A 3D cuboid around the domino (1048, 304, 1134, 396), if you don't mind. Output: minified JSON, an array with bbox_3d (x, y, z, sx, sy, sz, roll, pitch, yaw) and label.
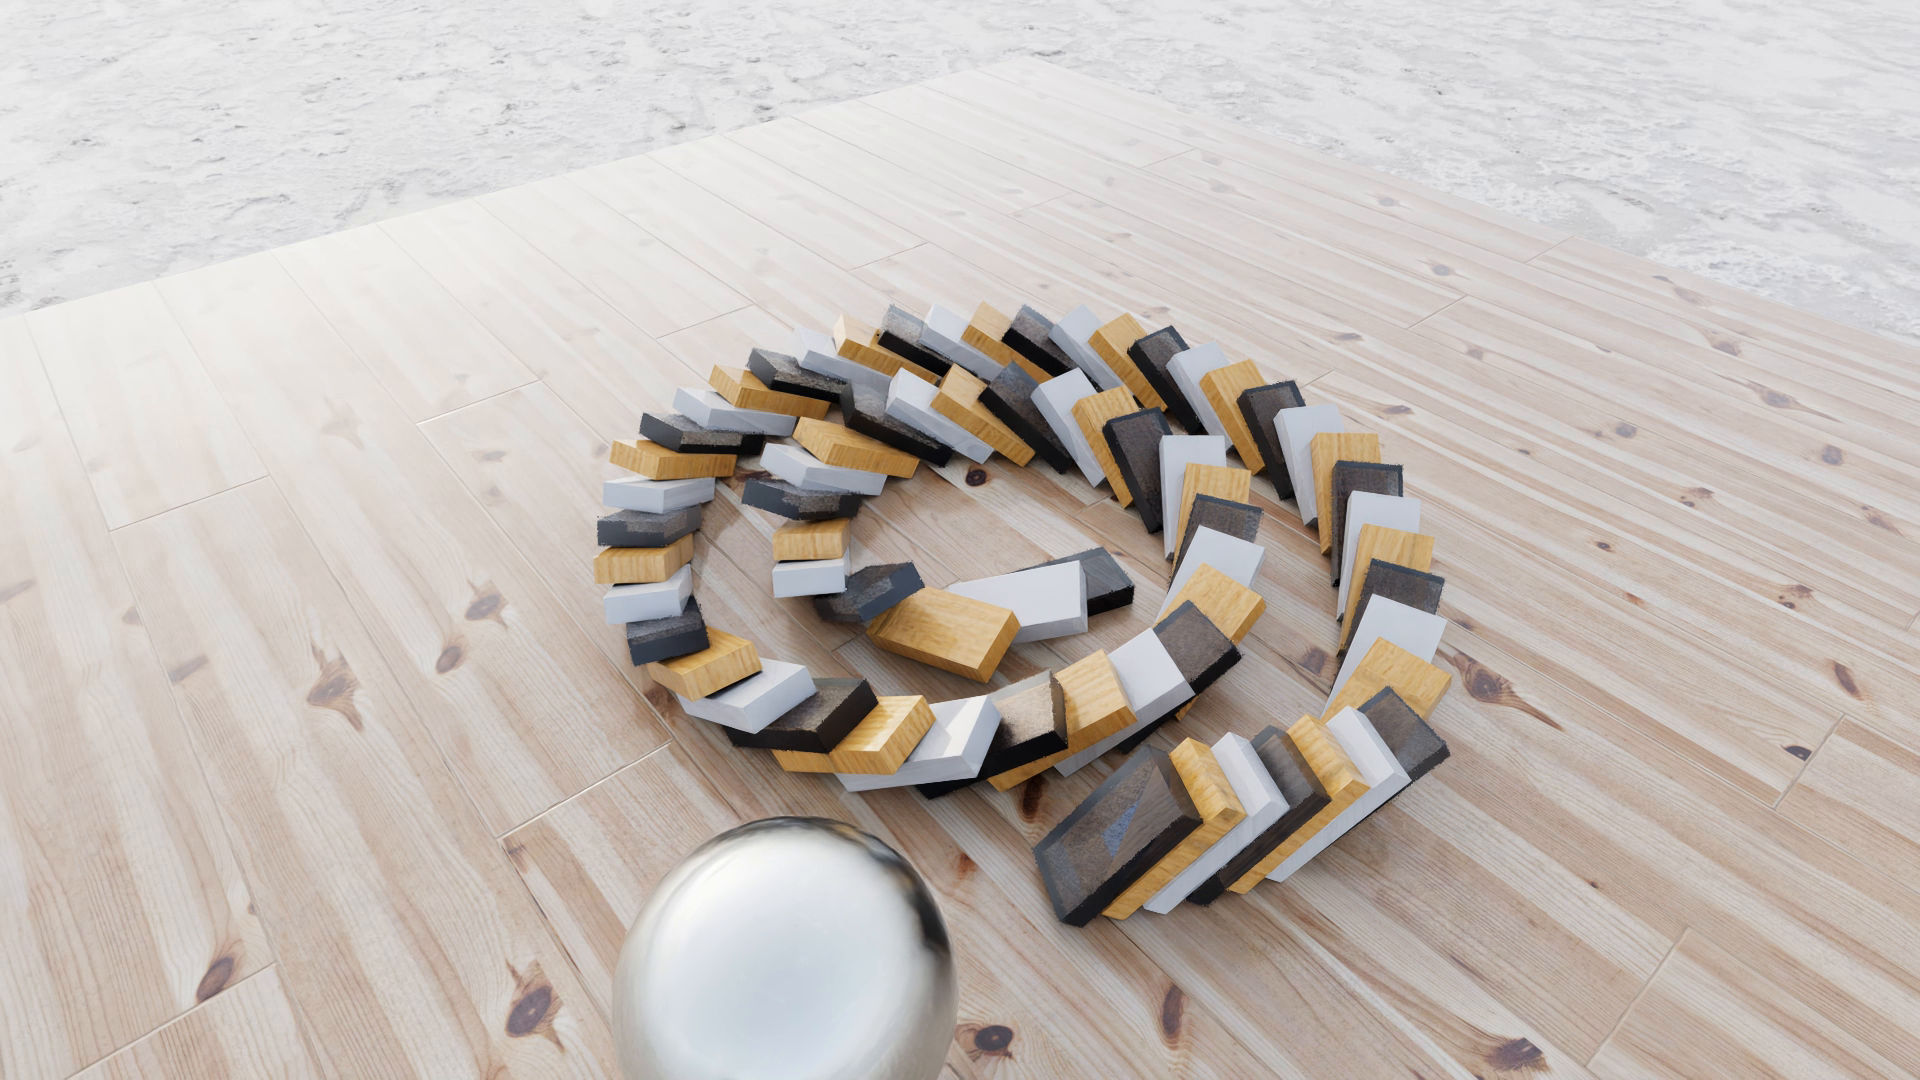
[{"bbox_3d":[0.069,-0.090,0.535,0.050,0.009,0.025,45,50,4],"label":"domino"}]

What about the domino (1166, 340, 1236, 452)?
[{"bbox_3d":[0.119,-0.066,0.505,0.025,0.010,0.050,-22,73,-25],"label":"domino"}]

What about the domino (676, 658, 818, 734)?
[{"bbox_3d":[-0.072,0.050,0.364,0.025,0.010,0.050,-33,20,-33],"label":"domino"}]

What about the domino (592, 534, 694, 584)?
[{"bbox_3d":[-0.119,0.006,0.417,0.025,0.010,0.050,-2,10,-2],"label":"domino"}]

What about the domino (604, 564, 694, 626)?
[{"bbox_3d":[-0.113,0.019,0.401,0.025,0.009,0.050,-7,10,-8],"label":"domino"}]

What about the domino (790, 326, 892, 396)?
[{"bbox_3d":[-0.055,-0.086,0.529,0.050,0.010,0.025,15,30,-32],"label":"domino"}]

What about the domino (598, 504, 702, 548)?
[{"bbox_3d":[-0.121,-0.006,0.433,0.025,0.010,0.050,2,10,2],"label":"domino"}]

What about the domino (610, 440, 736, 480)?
[{"bbox_3d":[-0.121,-0.035,0.467,0.025,0.010,0.050,20,13,23],"label":"domino"}]

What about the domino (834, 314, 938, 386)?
[{"bbox_3d":[-0.036,-0.091,0.536,0.050,0.009,0.025,19,32,-25],"label":"domino"}]

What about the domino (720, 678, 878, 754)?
[{"bbox_3d":[-0.053,0.056,0.356,0.050,0.010,0.025,-6,27,44],"label":"domino"}]

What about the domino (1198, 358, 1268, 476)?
[{"bbox_3d":[0.131,-0.055,0.493,0.025,0.010,0.050,-19,72,-22],"label":"domino"}]

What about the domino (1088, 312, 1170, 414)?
[{"bbox_3d":[0.087,-0.084,0.527,0.025,0.009,0.050,-34,80,-35],"label":"domino"}]

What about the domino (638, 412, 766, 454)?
[{"bbox_3d":[-0.112,-0.046,0.481,0.025,0.010,0.050,25,16,28],"label":"domino"}]

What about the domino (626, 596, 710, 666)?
[{"bbox_3d":[-0.103,0.031,0.386,0.025,0.010,0.050,-13,11,-15],"label":"domino"}]

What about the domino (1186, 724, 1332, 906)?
[{"bbox_3d":[0.080,0.080,0.318,0.009,0.050,0.025,27,25,-35],"label":"domino"}]

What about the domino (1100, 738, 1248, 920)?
[{"bbox_3d":[0.056,0.083,0.315,0.009,0.050,0.025,26,26,-34],"label":"domino"}]

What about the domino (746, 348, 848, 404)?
[{"bbox_3d":[-0.072,-0.076,0.518,0.050,0.010,0.025,6,28,-43],"label":"domino"}]

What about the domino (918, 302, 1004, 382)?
[{"bbox_3d":[0.005,-0.095,0.541,0.050,0.009,0.025,27,38,-14],"label":"domino"}]

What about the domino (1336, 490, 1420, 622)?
[{"bbox_3d":[0.158,0.007,0.416,0.025,0.010,0.050,9,69,10],"label":"domino"}]

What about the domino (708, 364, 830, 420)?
[{"bbox_3d":[-0.088,-0.068,0.508,0.050,0.010,0.025,4,28,-46],"label":"domino"}]

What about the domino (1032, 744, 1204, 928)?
[{"bbox_3d":[0.044,0.084,0.313,0.010,0.050,0.025,26,26,-34],"label":"domino"}]

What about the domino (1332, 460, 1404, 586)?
[{"bbox_3d":[0.160,-0.006,0.432,0.025,0.009,0.050,5,69,6],"label":"domino"}]

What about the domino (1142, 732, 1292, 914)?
[{"bbox_3d":[0.068,0.082,0.316,0.010,0.050,0.025,27,25,-35],"label":"domino"}]

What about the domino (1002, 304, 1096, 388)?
[{"bbox_3d":[0.046,-0.092,0.538,0.050,0.010,0.025,34,42,-6],"label":"domino"}]

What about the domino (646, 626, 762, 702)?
[{"bbox_3d":[-0.088,0.041,0.374,0.025,0.009,0.050,-25,14,-27],"label":"domino"}]

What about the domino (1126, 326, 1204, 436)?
[{"bbox_3d":[0.104,-0.076,0.517,0.025,0.010,0.050,-27,76,-30],"label":"domino"}]

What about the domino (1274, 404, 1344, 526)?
[{"bbox_3d":[0.152,-0.032,0.464,0.025,0.010,0.050,-7,70,-9],"label":"domino"}]

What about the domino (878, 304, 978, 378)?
[{"bbox_3d":[-0.015,-0.095,0.541,0.050,0.009,0.025,25,36,-16],"label":"domino"}]

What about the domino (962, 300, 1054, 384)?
[{"bbox_3d":[0.027,-0.095,0.541,0.050,0.010,0.025,32,41,-8],"label":"domino"}]

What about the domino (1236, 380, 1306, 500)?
[{"bbox_3d":[0.143,-0.044,0.479,0.025,0.009,0.050,-13,70,-15],"label":"domino"}]

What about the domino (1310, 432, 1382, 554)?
[{"bbox_3d":[0.159,-0.019,0.448,0.025,0.009,0.050,1,69,1],"label":"domino"}]

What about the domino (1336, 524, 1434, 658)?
[{"bbox_3d":[0.155,0.021,0.400,0.025,0.010,0.050,13,70,15],"label":"domino"}]

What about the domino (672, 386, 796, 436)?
[{"bbox_3d":[-0.101,-0.057,0.495,0.025,0.009,0.050,32,19,33],"label":"domino"}]

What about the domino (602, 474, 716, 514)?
[{"bbox_3d":[-0.122,-0.020,0.449,0.025,0.010,0.050,7,10,9],"label":"domino"}]
